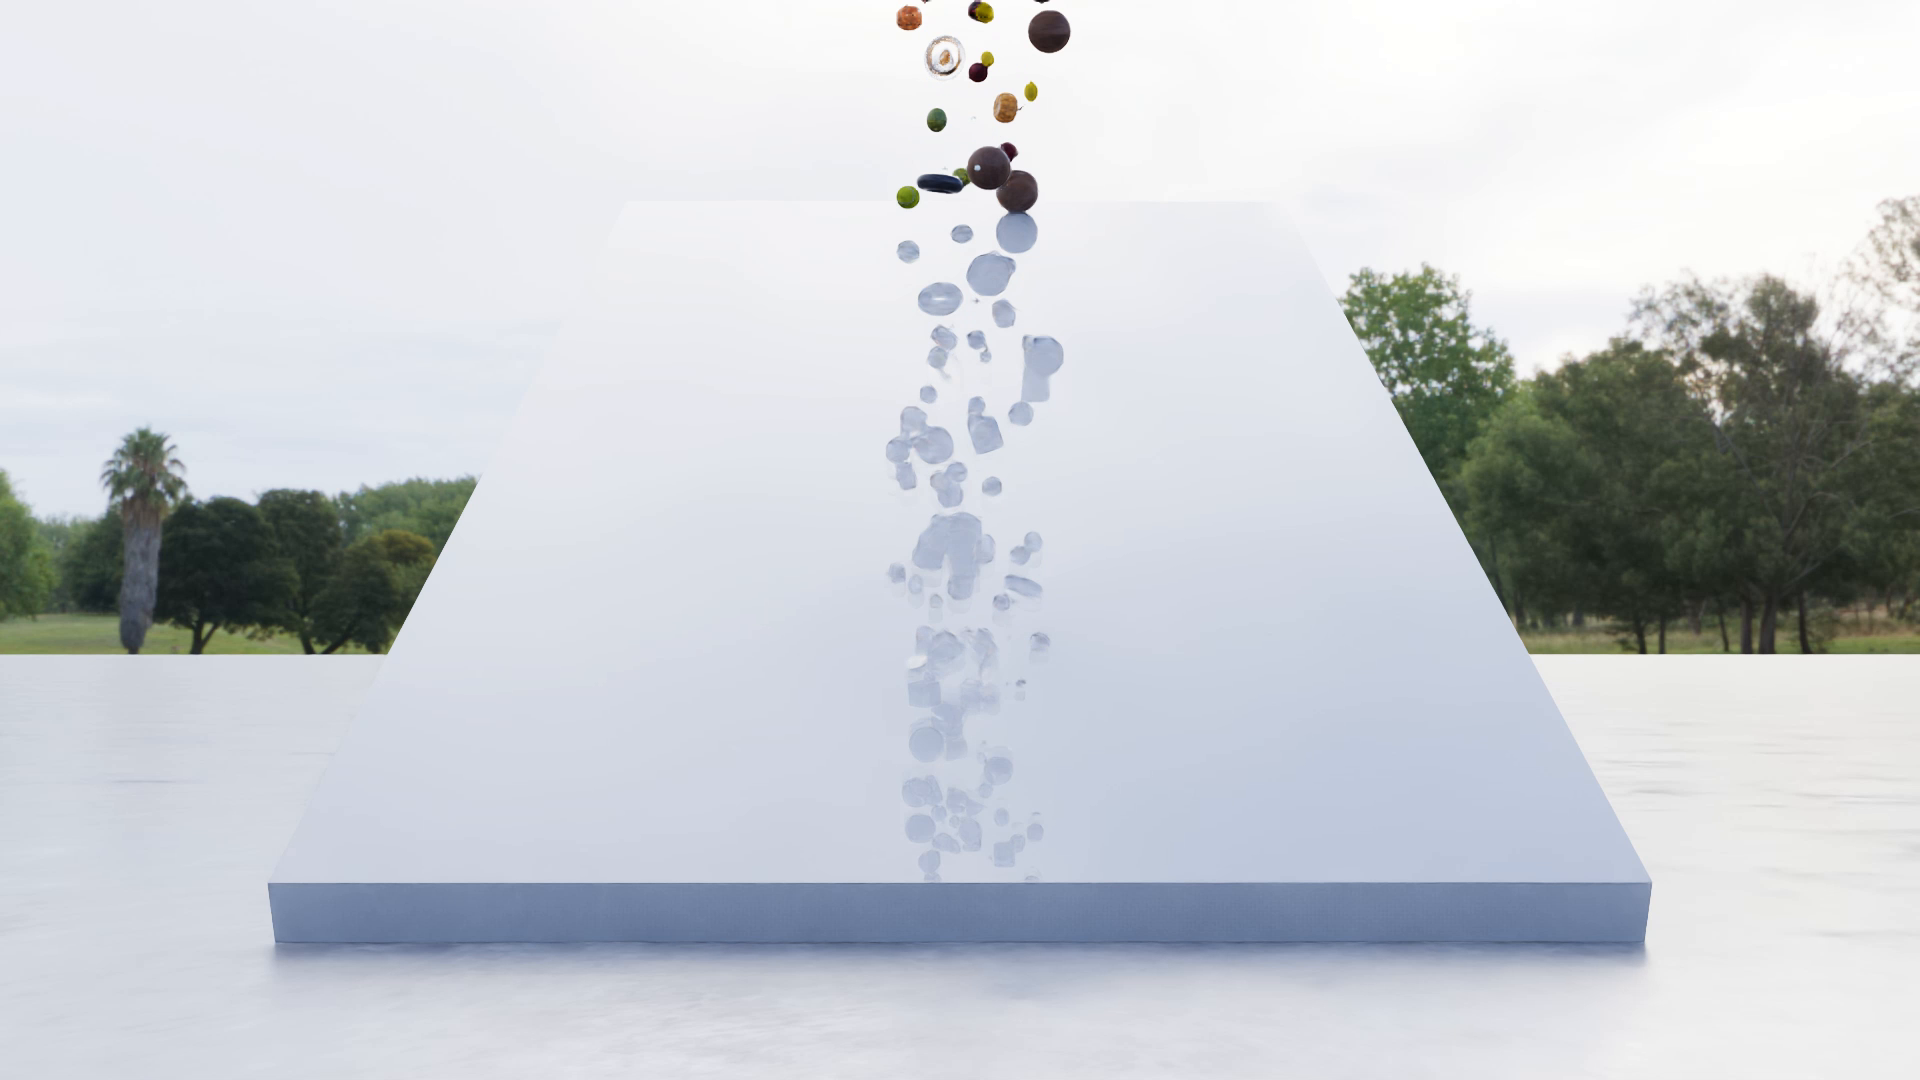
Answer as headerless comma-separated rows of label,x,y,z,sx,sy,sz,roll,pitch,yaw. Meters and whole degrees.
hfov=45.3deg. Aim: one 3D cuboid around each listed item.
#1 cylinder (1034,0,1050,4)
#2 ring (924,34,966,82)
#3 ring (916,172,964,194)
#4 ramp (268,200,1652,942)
cylinder,0.247,-1.678,6.918,0.091,0.091,0.091,0,-24,3
ring,-0.044,-1.393,6.655,0.134,0.134,0.045,-2,-1,30
ring,-0.056,-1.010,6.521,0.136,0.045,0.136,6,2,0
ramp,-0.007,-0.223,5.192,2.000,0.100,4.000,0,22,0
